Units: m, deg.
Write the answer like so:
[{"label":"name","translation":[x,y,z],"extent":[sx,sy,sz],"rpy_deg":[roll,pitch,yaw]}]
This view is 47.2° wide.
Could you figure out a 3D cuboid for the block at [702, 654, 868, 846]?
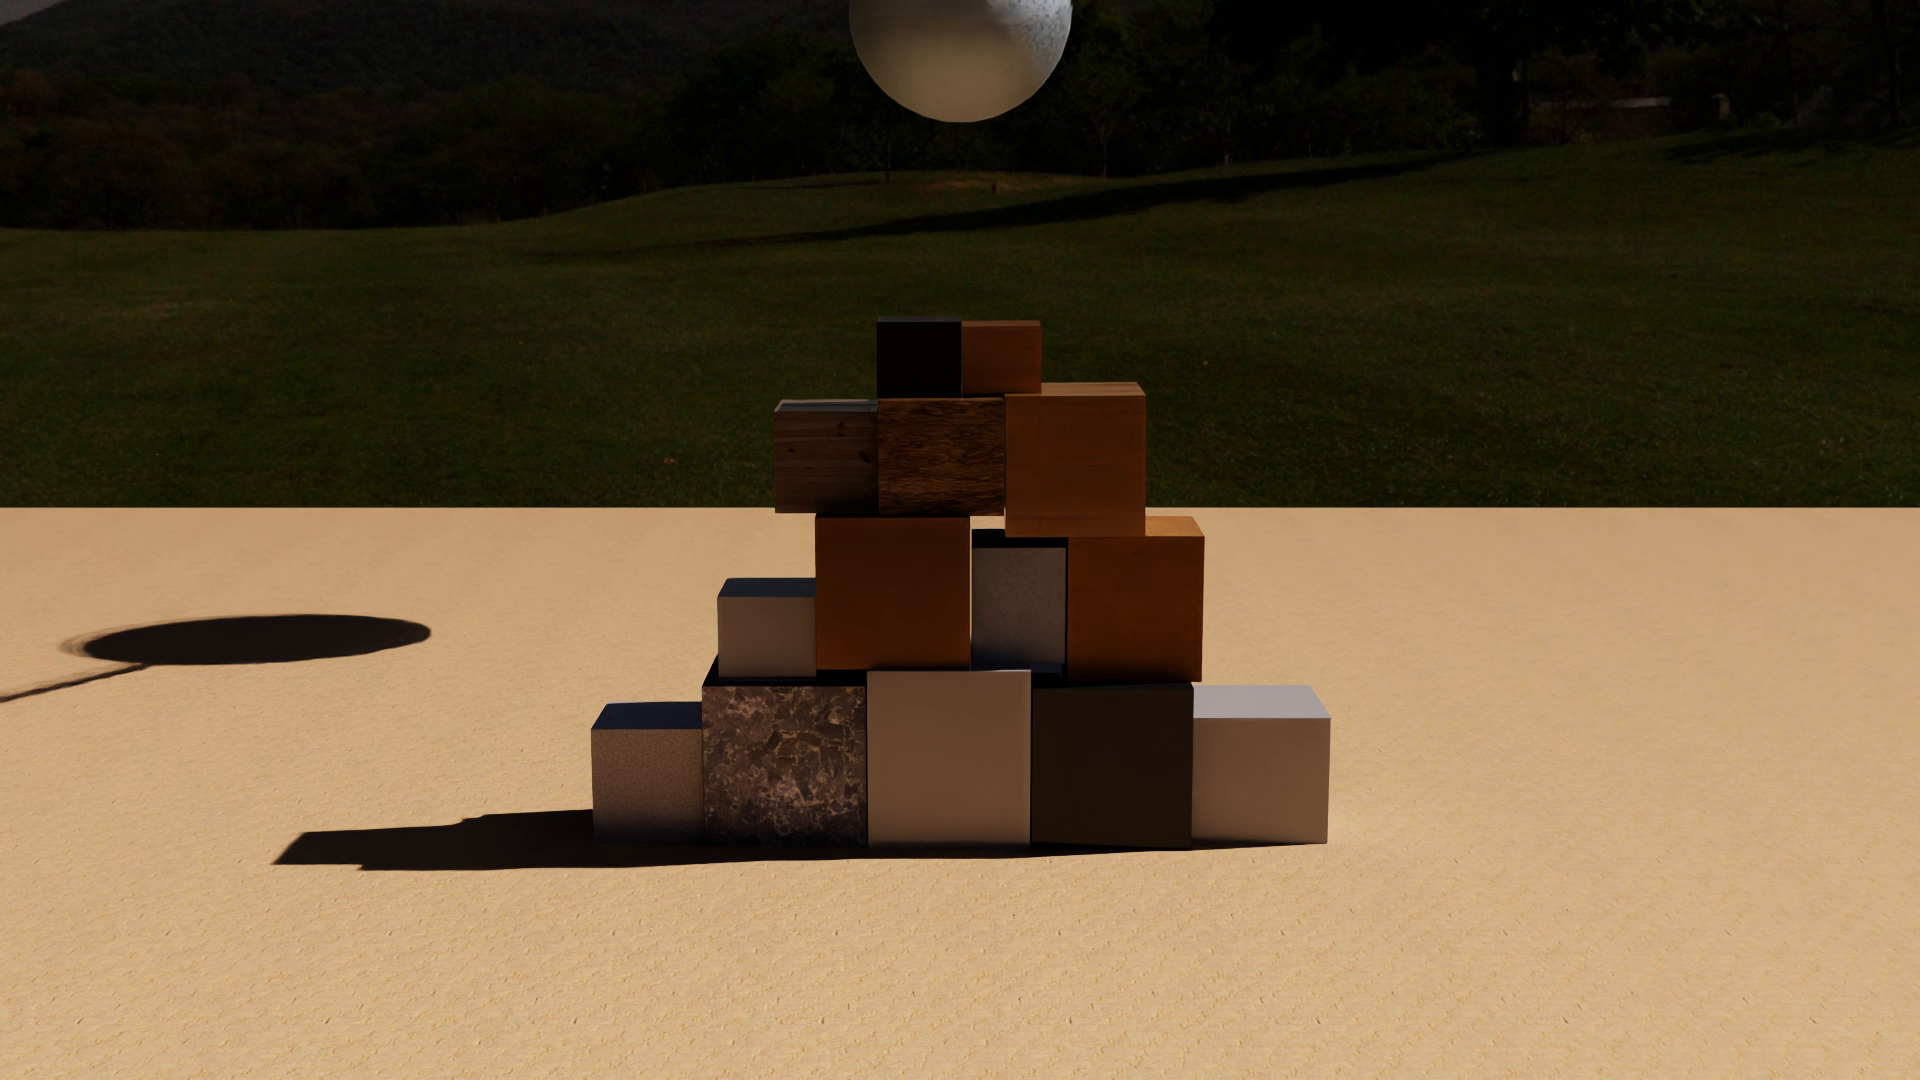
[{"label":"block","translation":[-0.878,1.070,11.373],"extent":[0.816,0.825,0.722],"rpy_deg":[0,10,0]}]

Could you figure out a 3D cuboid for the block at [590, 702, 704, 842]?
[{"label":"block","translation":[-1.577,1.190,11.379],"extent":[0.561,0.587,0.561],"rpy_deg":[0,10,0]}]

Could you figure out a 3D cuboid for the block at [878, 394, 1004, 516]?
[{"label":"block","translation":[-0.092,-0.459,11.092],"extent":[0.615,0.570,0.688],"rpy_deg":[0,10,0]}]

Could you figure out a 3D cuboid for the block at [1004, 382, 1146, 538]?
[{"label":"block","translation":[0.567,-0.413,11.100],"extent":[0.690,0.700,0.599],"rpy_deg":[-1,10,0]}]

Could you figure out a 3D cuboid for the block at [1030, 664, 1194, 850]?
[{"label":"block","translation":[0.759,1.068,11.377],"extent":[0.798,0.828,0.855],"rpy_deg":[0,10,0]}]

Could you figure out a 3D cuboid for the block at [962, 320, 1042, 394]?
[{"label":"block","translation":[0.204,-0.920,11.026],"extent":[0.394,0.331,0.362],"rpy_deg":[-1,10,0]}]

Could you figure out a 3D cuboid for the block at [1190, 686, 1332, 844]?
[{"label":"block","translation":[1.512,1.153,11.387],"extent":[0.689,0.657,0.667],"rpy_deg":[0,10,0]}]

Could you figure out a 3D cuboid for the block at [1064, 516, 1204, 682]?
[{"label":"block","translation":[0.874,0.294,11.247],"extent":[0.676,0.743,0.597],"rpy_deg":[0,10,0]}]

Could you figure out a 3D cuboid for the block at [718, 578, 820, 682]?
[{"label":"block","translation":[-0.967,0.453,11.251],"extent":[0.491,0.433,0.495],"rpy_deg":[0,10,0]}]

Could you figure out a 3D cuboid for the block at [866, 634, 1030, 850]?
[{"label":"block","translation":[-0.055,1.025,11.357],"extent":[0.810,0.920,0.852],"rpy_deg":[0,10,0]}]

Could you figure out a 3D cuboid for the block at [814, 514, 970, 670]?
[{"label":"block","translation":[-0.330,0.195,11.219],"extent":[0.761,0.763,0.793],"rpy_deg":[0,10,0]}]

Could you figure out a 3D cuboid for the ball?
[{"label":"ball","translation":[0.000,-3.787,15.680],"extent":[1.600,1.600,1.600],"rpy_deg":[0,10,0]}]

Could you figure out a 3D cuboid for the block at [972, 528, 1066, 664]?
[{"label":"block","translation":[0.293,0.279,11.240],"extent":[0.466,0.590,0.552],"rpy_deg":[0,10,0]}]

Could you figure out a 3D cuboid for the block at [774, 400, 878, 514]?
[{"label":"block","translation":[-0.662,-0.427,11.095],"extent":[0.507,0.506,0.518],"rpy_deg":[0,10,0]}]

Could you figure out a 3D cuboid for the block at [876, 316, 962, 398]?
[{"label":"block","translation":[-0.202,-0.921,11.006],"extent":[0.415,0.370,0.372],"rpy_deg":[0,10,0]}]
